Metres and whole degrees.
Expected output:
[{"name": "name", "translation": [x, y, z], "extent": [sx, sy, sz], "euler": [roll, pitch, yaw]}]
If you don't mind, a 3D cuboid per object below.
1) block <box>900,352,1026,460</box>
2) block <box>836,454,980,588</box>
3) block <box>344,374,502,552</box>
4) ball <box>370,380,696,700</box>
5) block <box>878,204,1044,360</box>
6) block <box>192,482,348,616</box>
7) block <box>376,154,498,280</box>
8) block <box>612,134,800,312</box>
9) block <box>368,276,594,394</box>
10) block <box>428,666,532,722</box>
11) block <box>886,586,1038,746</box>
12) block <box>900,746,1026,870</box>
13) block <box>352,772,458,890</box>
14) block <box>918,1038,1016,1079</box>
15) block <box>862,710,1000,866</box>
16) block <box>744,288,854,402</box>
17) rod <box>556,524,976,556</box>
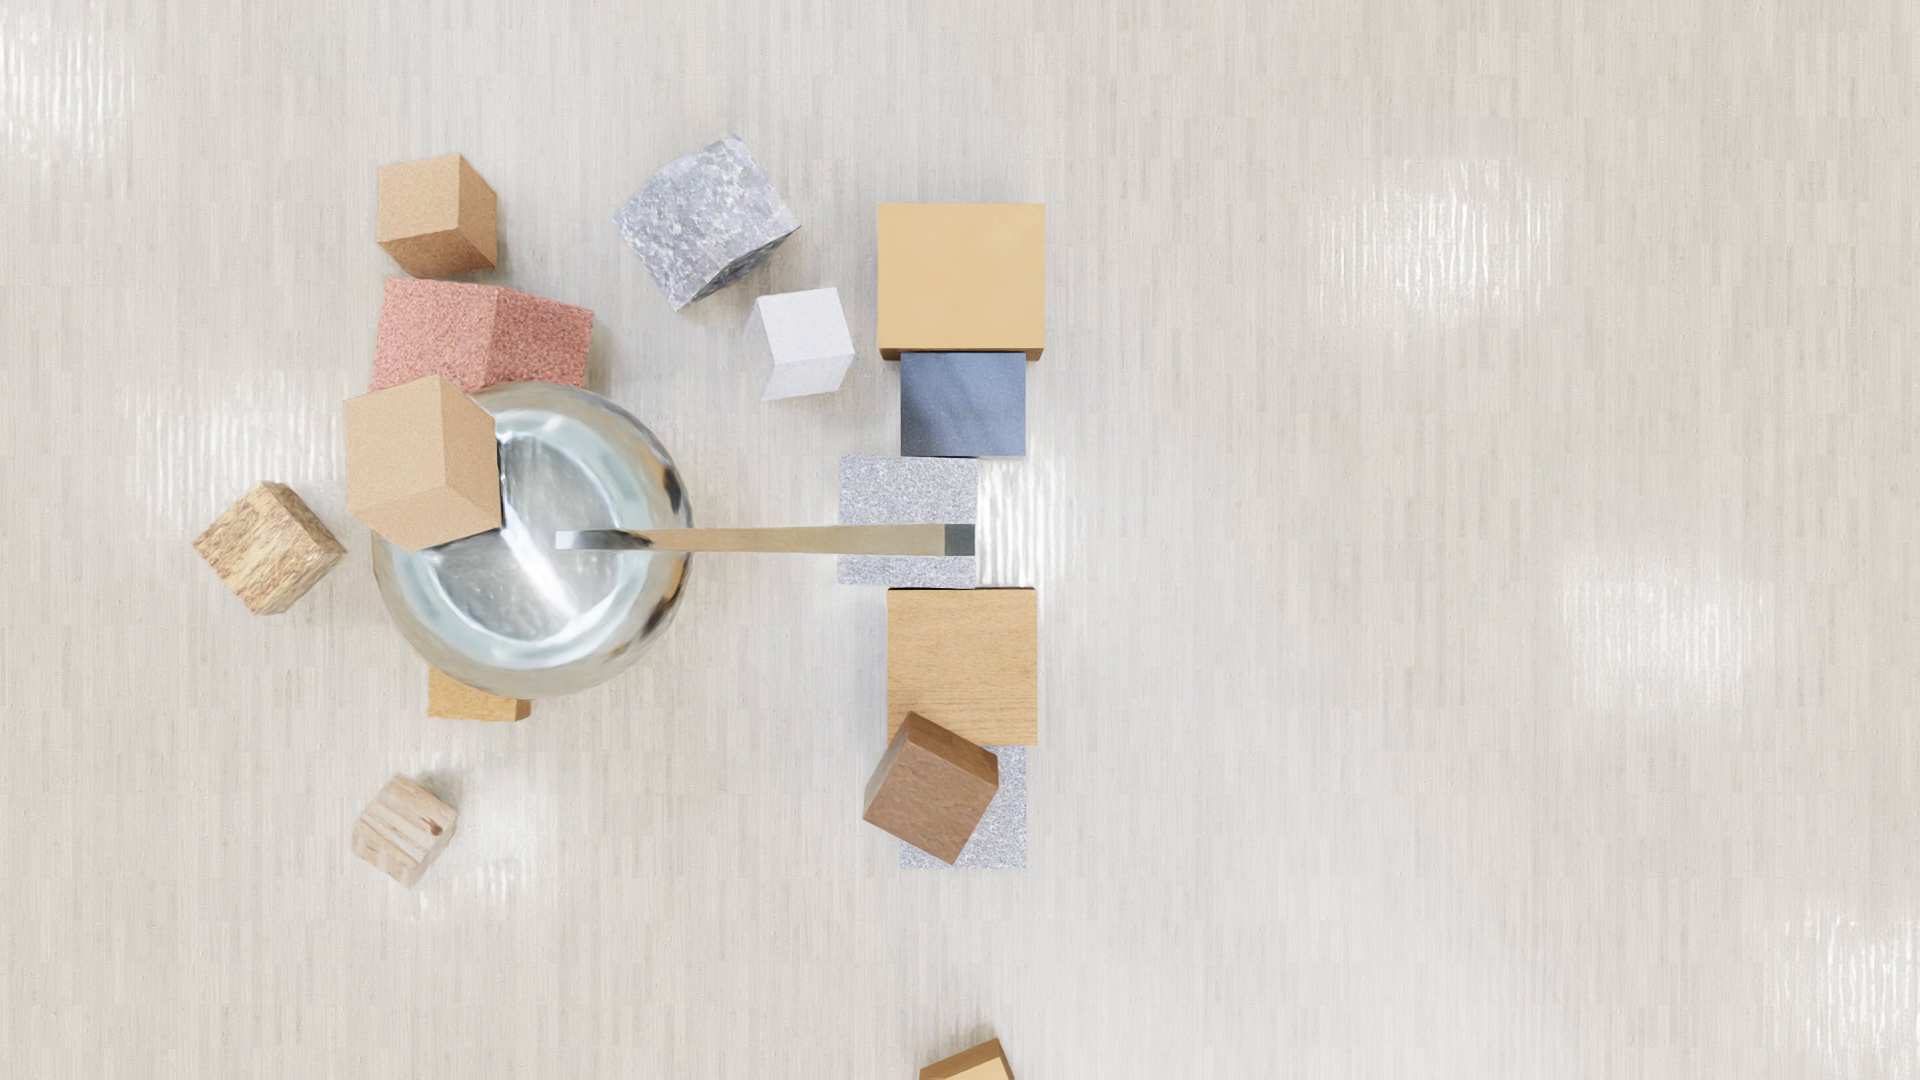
[{"name": "block", "translation": [0.018, -0.759, 12.645], "extent": [0.701, 0.709, 0.580], "euler": [0, 90, 0]}, {"name": "block", "translation": [-0.291, -0.102, 12.642], "extent": [0.772, 0.716, 0.726], "euler": [2, 90, 0]}, {"name": "block", "translation": [-2.460, -0.346, 10.081], "extent": [0.487, 0.509, 0.566], "euler": [-15, 65, 13]}, {"name": "ball", "translation": [-2.131, 0.000, 11.021], "extent": [1.600, 1.600, 1.600], "euler": [0, 90, 0]}, {"name": "block", "translation": [0.008, -1.457, 12.560], "extent": [0.917, 0.879, 0.797], "euler": [0, 90, 0]}, {"name": "block", "translation": [-3.992, 0.051, 12.749], "extent": [0.533, 0.492, 0.552], "euler": [-42, 89, 0]}, {"name": "block", "translation": [-2.996, -1.846, 12.634], "extent": [0.493, 0.502, 0.482], "euler": [-8, 68, 12]}, {"name": "block", "translation": [-1.440, -1.800, 12.475], "extent": [0.620, 0.599, 0.639], "euler": [-36, 92, -44]}, {"name": "block", "translation": [-2.713, -0.996, 12.441], "extent": [0.863, 0.782, 0.807], "euler": [9, 90, 32]}, {"name": "block", "translation": [-2.775, 0.807, 12.766], "extent": [0.500, 0.467, 0.440], "euler": [3, 90, 0]}, {"name": "block", "translation": [0.012, 0.713, 12.632], "extent": [0.837, 0.736, 0.868], "euler": [0, 90, 0]}, {"name": "block", "translation": [0.017, 1.506, 12.698], "extent": [0.713, 0.604, 0.700], "euler": [0, 90, 0]}, {"name": "block", "translation": [-3.213, 1.687, 12.719], "extent": [0.419, 0.387, 0.416], "euler": [34, 59, 2]}, {"name": "block", "translation": [0.102, 3.298, 12.750], "extent": [0.499, 0.501, 0.575], "euler": [-22, 90, 0]}, {"name": "block", "translation": [-0.159, 1.356, 12.067], "extent": [0.558, 0.487, 0.516], "euler": [28, 103, -7]}, {"name": "block", "translation": [-0.900, -1.085, 12.213], "extent": [0.454, 0.451, 0.414], "euler": [-9, 70, -20]}, {"name": "rod", "translation": [-0.923, 0.000, 7.843], "extent": [0.080, 5.200, 0.080], "euler": [0, 90, -21]}]
